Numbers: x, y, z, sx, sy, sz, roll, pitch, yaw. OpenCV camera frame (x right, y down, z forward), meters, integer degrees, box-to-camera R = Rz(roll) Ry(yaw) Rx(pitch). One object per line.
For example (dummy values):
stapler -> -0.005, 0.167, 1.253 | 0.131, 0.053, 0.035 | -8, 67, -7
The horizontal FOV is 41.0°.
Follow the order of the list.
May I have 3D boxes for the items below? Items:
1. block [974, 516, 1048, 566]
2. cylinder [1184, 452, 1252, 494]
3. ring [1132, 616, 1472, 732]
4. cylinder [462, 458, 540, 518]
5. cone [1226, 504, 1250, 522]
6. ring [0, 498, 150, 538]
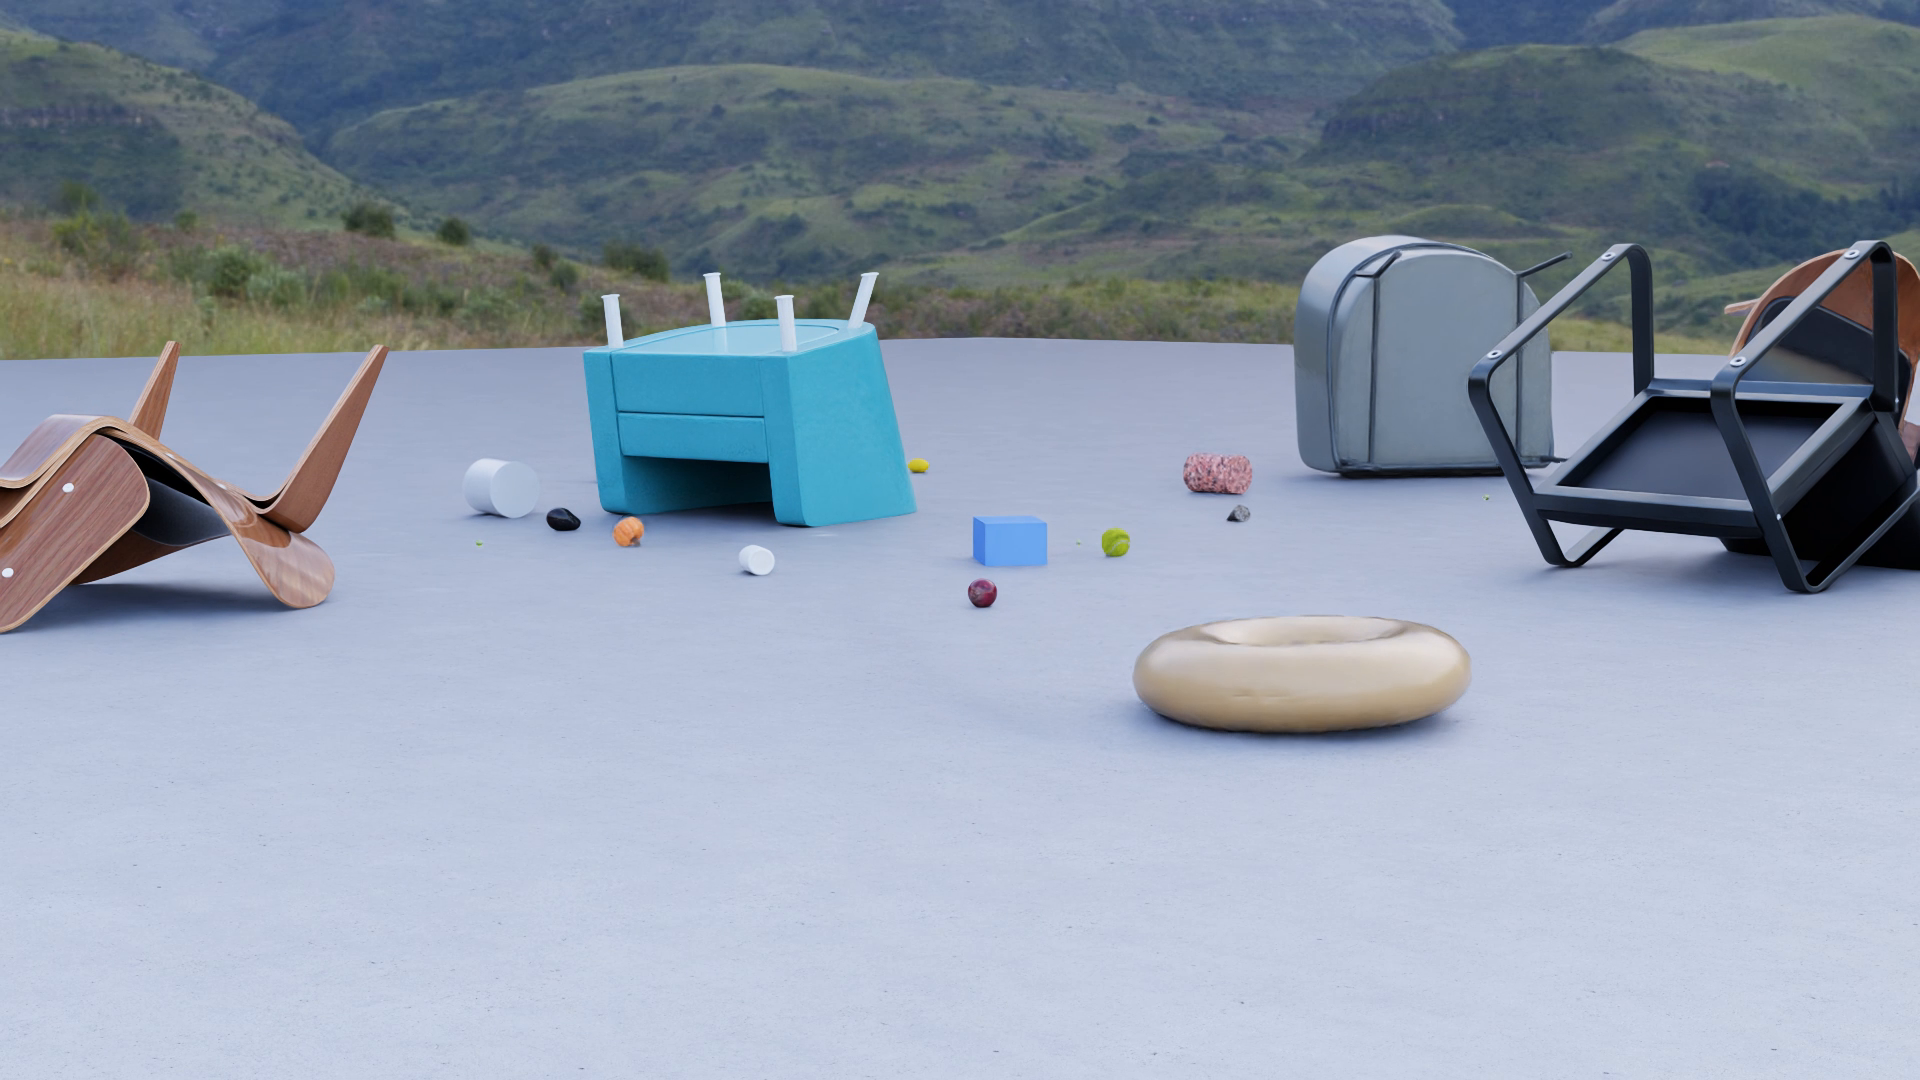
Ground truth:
block -> 0.115, 0.001, 5.934 | 0.143, 0.096, 0.181 | -1, 6, -8
cylinder -> 0.784, -0.204, 7.806 | 0.131, 0.120, 0.164 | -1, 5, -45
ring -> 0.512, 0.197, 3.855 | 0.506, 0.125, 0.522 | 0, 5, 21
cylinder -> -1.262, -0.144, 7.061 | 0.150, 0.155, 0.175 | 18, -6, -35
cone -> 0.739, -0.063, 6.916 | 0.062, 0.047, 0.063 | 4, -18, -40
ring -> -2.267, -0.057, 6.571 | 0.358, 0.082, 0.402 | -6, 9, -41
